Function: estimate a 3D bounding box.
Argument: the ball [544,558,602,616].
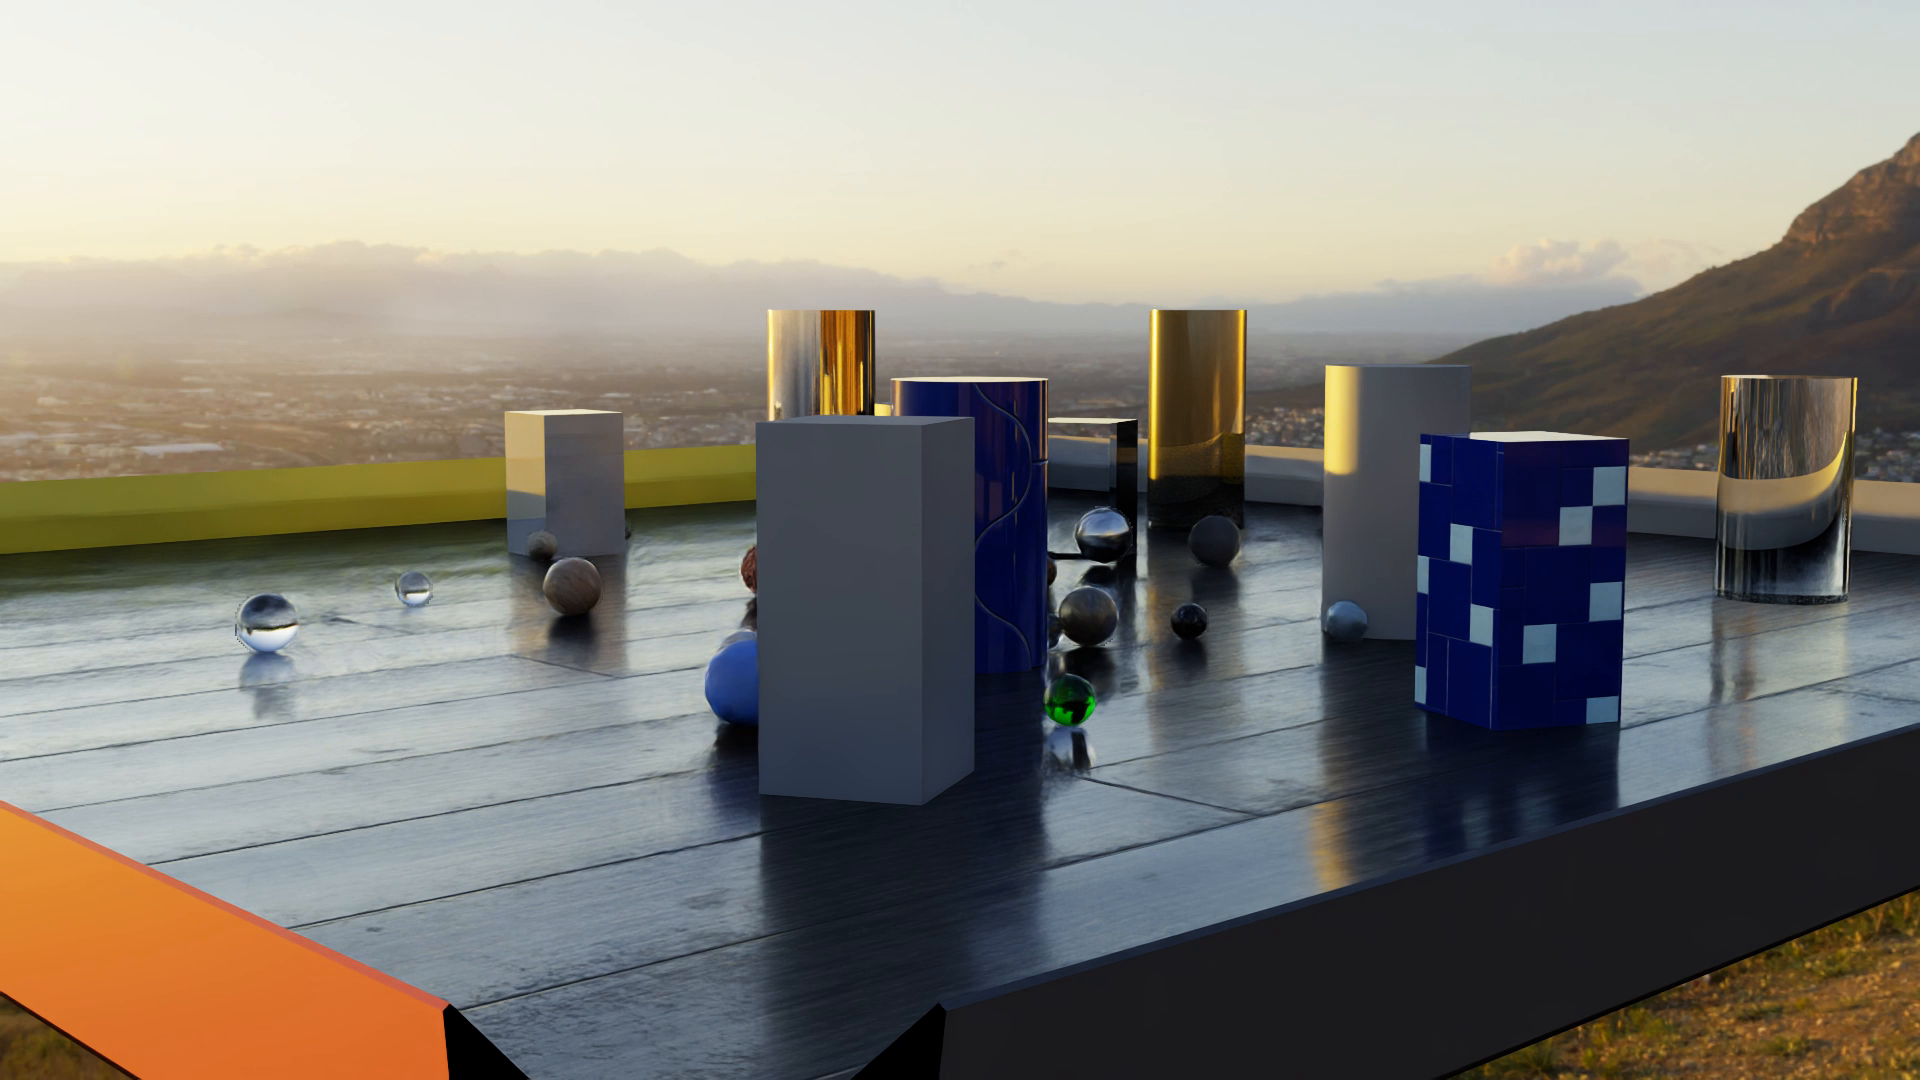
[{"bbox_3d":[-0.568,0.068,3.227,0.085,0.085,0.085,0,6,0],"label":"ball"}]

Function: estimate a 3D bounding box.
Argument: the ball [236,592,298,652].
[{"bbox_3d":[-0.906,0.108,2.876,0.078,0.078,0.078,0,6,0],"label":"ball"}]

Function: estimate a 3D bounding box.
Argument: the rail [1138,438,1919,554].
[{"bbox_3d":[1.275,-0.088,4.502,0.045,0.129,3.428,-5,8,-42],"label":"rail"}]

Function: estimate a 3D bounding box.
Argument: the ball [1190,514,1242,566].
[{"bbox_3d":[0.446,0.001,3.843,0.090,0.090,0.090,0,6,0],"label":"ball"}]

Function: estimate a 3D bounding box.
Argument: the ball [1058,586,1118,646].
[{"bbox_3d":[0.171,0.101,2.931,0.080,0.080,0.080,0,6,0],"label":"ball"}]

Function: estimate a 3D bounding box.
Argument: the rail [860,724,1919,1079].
[{"bbox_3d":[1.146,0.162,2.096,3.517,0.129,0.045,-5,8,-42],"label":"rail"}]

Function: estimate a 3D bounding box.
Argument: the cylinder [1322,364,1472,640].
[{"bbox_3d":[0.608,-0.058,3.068,0.199,0.369,0.199,0,6,0],"label":"cylinder"}]

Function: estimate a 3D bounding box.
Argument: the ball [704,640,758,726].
[{"bbox_3d":[-0.228,0.154,2.361,0.093,0.093,0.093,0,6,0],"label":"ball"}]

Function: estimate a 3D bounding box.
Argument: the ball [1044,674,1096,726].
[{"bbox_3d":[0.118,0.172,2.367,0.056,0.056,0.056,0,6,0],"label":"ball"}]

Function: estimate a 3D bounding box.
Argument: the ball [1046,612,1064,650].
[{"bbox_3d":[0.112,0.120,2.891,0.050,0.050,0.050,0,6,0],"label":"ball"}]

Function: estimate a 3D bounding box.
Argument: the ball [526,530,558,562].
[{"bbox_3d":[-0.744,0.011,3.917,0.056,0.056,0.056,0,6,0],"label":"ball"}]

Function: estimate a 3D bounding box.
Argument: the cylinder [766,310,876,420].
[{"bbox_3d":[-0.253,-0.197,4.025,0.199,0.446,0.199,0,6,0],"label":"cylinder"}]

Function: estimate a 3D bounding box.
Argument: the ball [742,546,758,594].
[{"bbox_3d":[-0.298,0.046,3.429,0.086,0.086,0.086,0,6,0],"label":"ball"}]

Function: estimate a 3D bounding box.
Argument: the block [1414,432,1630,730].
[{"bbox_3d":[0.617,0.039,2.425,0.159,0.308,0.159,-2,6,-21],"label":"block"}]

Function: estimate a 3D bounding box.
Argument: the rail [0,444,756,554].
[{"bbox_3d":[-1.146,-0.095,4.567,3.517,0.129,0.045,-5,8,-42],"label":"rail"}]

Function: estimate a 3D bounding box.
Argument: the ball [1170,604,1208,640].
[{"bbox_3d":[0.311,0.111,2.985,0.050,0.050,0.050,0,6,0],"label":"ball"}]

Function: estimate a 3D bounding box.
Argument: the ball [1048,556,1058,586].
[{"bbox_3d":[0.128,0.050,3.538,0.056,0.056,0.056,0,6,0],"label":"ball"}]

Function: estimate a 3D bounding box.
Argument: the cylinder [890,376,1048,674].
[{"bbox_3d":[0.012,-0.024,2.787,0.199,0.359,0.199,0,6,0],"label":"cylinder"}]

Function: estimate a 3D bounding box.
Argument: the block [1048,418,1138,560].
[{"bbox_3d":[0.223,-0.095,4.014,0.159,0.246,0.159,2,6,23],"label":"block"}]

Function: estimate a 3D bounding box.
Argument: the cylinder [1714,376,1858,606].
[{"bbox_3d":[1.282,-0.082,3.420,0.199,0.343,0.199,0,6,0],"label":"cylinder"}]

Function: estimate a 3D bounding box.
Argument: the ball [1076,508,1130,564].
[{"bbox_3d":[0.252,-0.008,3.871,0.097,0.097,0.097,0,6,0],"label":"ball"}]

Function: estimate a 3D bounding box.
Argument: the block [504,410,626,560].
[{"bbox_3d":[-0.728,-0.106,4.053,0.159,0.260,0.159,-5,7,-37],"label":"block"}]

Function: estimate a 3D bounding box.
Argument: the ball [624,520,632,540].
[{"bbox_3d":[-0.657,-0.019,4.245,0.046,0.046,0.046,0,6,0],"label":"ball"}]

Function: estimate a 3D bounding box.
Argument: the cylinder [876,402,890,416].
[{"bbox_3d":[-0.025,-0.046,3.234,0.199,0.310,0.199,0,6,0],"label":"cylinder"}]

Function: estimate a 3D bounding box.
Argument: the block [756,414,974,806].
[{"bbox_3d":[-0.086,0.059,2.068,0.159,0.343,0.159,2,6,18],"label":"block"}]

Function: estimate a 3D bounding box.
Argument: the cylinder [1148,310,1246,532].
[{"bbox_3d":[0.485,-0.247,4.504,0.199,0.447,0.199,0,6,0],"label":"cylinder"}]

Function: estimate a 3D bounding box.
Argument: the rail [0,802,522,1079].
[{"bbox_3d":[-1.275,0.156,2.162,0.045,0.129,3.428,-5,8,-42],"label":"rail"}]

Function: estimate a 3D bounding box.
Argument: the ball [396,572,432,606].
[{"bbox_3d":[-0.827,0.074,3.328,0.053,0.053,0.053,0,6,0],"label":"ball"}]

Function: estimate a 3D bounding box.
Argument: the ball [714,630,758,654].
[{"bbox_3d":[-0.250,0.142,2.561,0.075,0.075,0.075,0,6,0],"label":"ball"}]

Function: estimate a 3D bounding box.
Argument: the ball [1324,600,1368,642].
[{"bbox_3d":[0.521,0.109,2.965,0.057,0.057,0.057,0,6,0],"label":"ball"}]
